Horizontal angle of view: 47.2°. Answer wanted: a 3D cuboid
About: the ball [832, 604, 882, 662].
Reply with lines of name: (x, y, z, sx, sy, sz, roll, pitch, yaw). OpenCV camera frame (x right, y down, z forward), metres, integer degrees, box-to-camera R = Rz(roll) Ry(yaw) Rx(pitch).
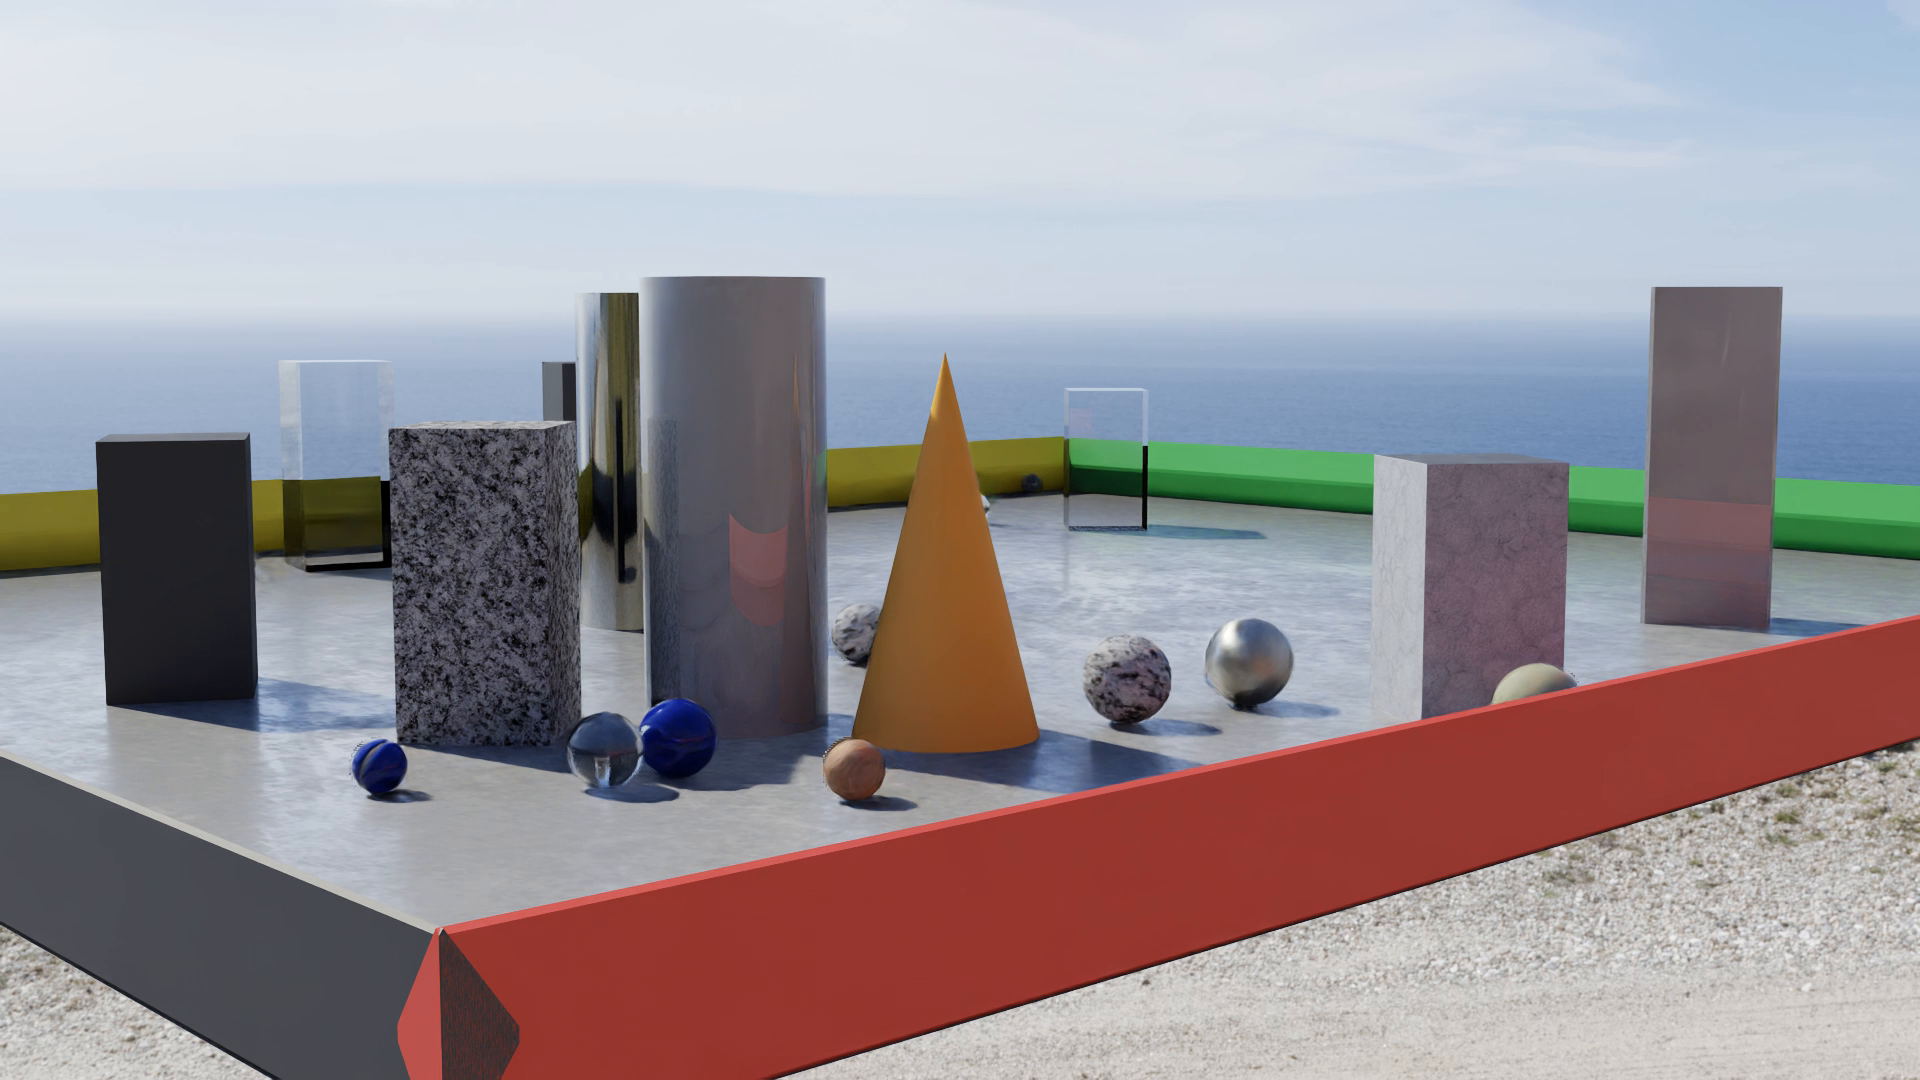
ball: (-0.125, 0.118, 2.791, 0.076, 0.076, 0.076, 0, 6, 0)

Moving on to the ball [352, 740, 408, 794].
ball: (-0.537, 0.210, 2.035, 0.050, 0.050, 0.050, 0, 6, 0)

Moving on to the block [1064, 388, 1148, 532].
block: (0.299, -0.168, 4.527, 0.159, 0.284, 0.159, 0, 6, -1)

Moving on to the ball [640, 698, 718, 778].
ball: (-0.270, 0.189, 2.105, 0.076, 0.076, 0.076, 0, 6, 0)

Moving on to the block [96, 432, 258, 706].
block: (-0.912, 0.029, 2.573, 0.159, 0.299, 0.159, -2, 6, -16)

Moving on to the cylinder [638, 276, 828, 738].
cylinder: (-0.242, -0.041, 2.370, 0.199, 0.480, 0.199, 0, 6, 0)

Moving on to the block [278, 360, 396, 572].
block: (-1.088, -0.134, 3.850, 0.159, 0.358, 0.159, -3, 7, -29)

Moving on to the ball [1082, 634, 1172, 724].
ball: (0.181, 0.150, 2.378, 0.097, 0.097, 0.097, 0, 6, 0)

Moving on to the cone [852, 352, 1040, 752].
cone: (-0.015, 0.004, 2.300, 0.199, 0.403, 0.199, 0, 6, 0)

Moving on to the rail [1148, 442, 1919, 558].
rail: (1.231, -0.084, 4.462, 0.045, 0.129, 2.900, -5, 8, -42)

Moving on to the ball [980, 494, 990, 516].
ball: (0.029, -0.067, 4.615, 0.066, 0.066, 0.066, 0, 6, 0)

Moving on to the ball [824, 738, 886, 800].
ball: (-0.096, 0.209, 2.007, 0.056, 0.056, 0.056, 0, 6, 0)

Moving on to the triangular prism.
triangular prism: (1.075, -0.124, 3.174, 0.172, 0.478, 0.149, 1, 6, 13)

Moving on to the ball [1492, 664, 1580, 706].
ball: (0.581, 0.170, 2.211, 0.092, 0.092, 0.092, 0, 6, 0)

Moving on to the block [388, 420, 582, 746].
block: (-0.498, 0.041, 2.323, 0.159, 0.326, 0.159, 0, 6, 2)

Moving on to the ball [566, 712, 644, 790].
ball: (-0.331, 0.197, 2.054, 0.072, 0.072, 0.072, 0, 6, 0)

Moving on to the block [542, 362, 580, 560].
block: (-0.664, -0.149, 4.020, 0.159, 0.352, 0.159, -3, 6, -23)

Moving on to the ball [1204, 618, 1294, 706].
ball: (0.327, 0.137, 2.490, 0.100, 0.100, 0.100, 0, 6, 0)

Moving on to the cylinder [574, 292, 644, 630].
cylinder: (-0.446, -0.117, 3.143, 0.199, 0.470, 0.199, 0, 6, 0)

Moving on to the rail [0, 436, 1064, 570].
rail: (-0.967, -0.075, 4.374, 3.398, 0.129, 0.045, -5, 8, -42)

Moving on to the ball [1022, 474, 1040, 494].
ball: (0.174, -0.139, 5.391, 0.049, 0.049, 0.049, 0, 6, 0)

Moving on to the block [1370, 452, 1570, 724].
block: (0.557, 0.052, 2.419, 0.159, 0.284, 0.159, -1, 6, -9)

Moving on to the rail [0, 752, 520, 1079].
rail: (-1.231, 0.151, 2.202, 0.045, 0.129, 2.900, -5, 8, -42)

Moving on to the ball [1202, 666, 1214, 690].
ball: (0.310, 0.153, 2.572, 0.052, 0.052, 0.052, 0, 6, 0)

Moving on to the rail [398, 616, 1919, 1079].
rail: (0.967, 0.142, 2.289, 3.398, 0.129, 0.045, -5, 8, -42)

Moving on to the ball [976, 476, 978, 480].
ball: (0.003, -0.133, 5.172, 0.083, 0.083, 0.083, 0, 6, 0)
